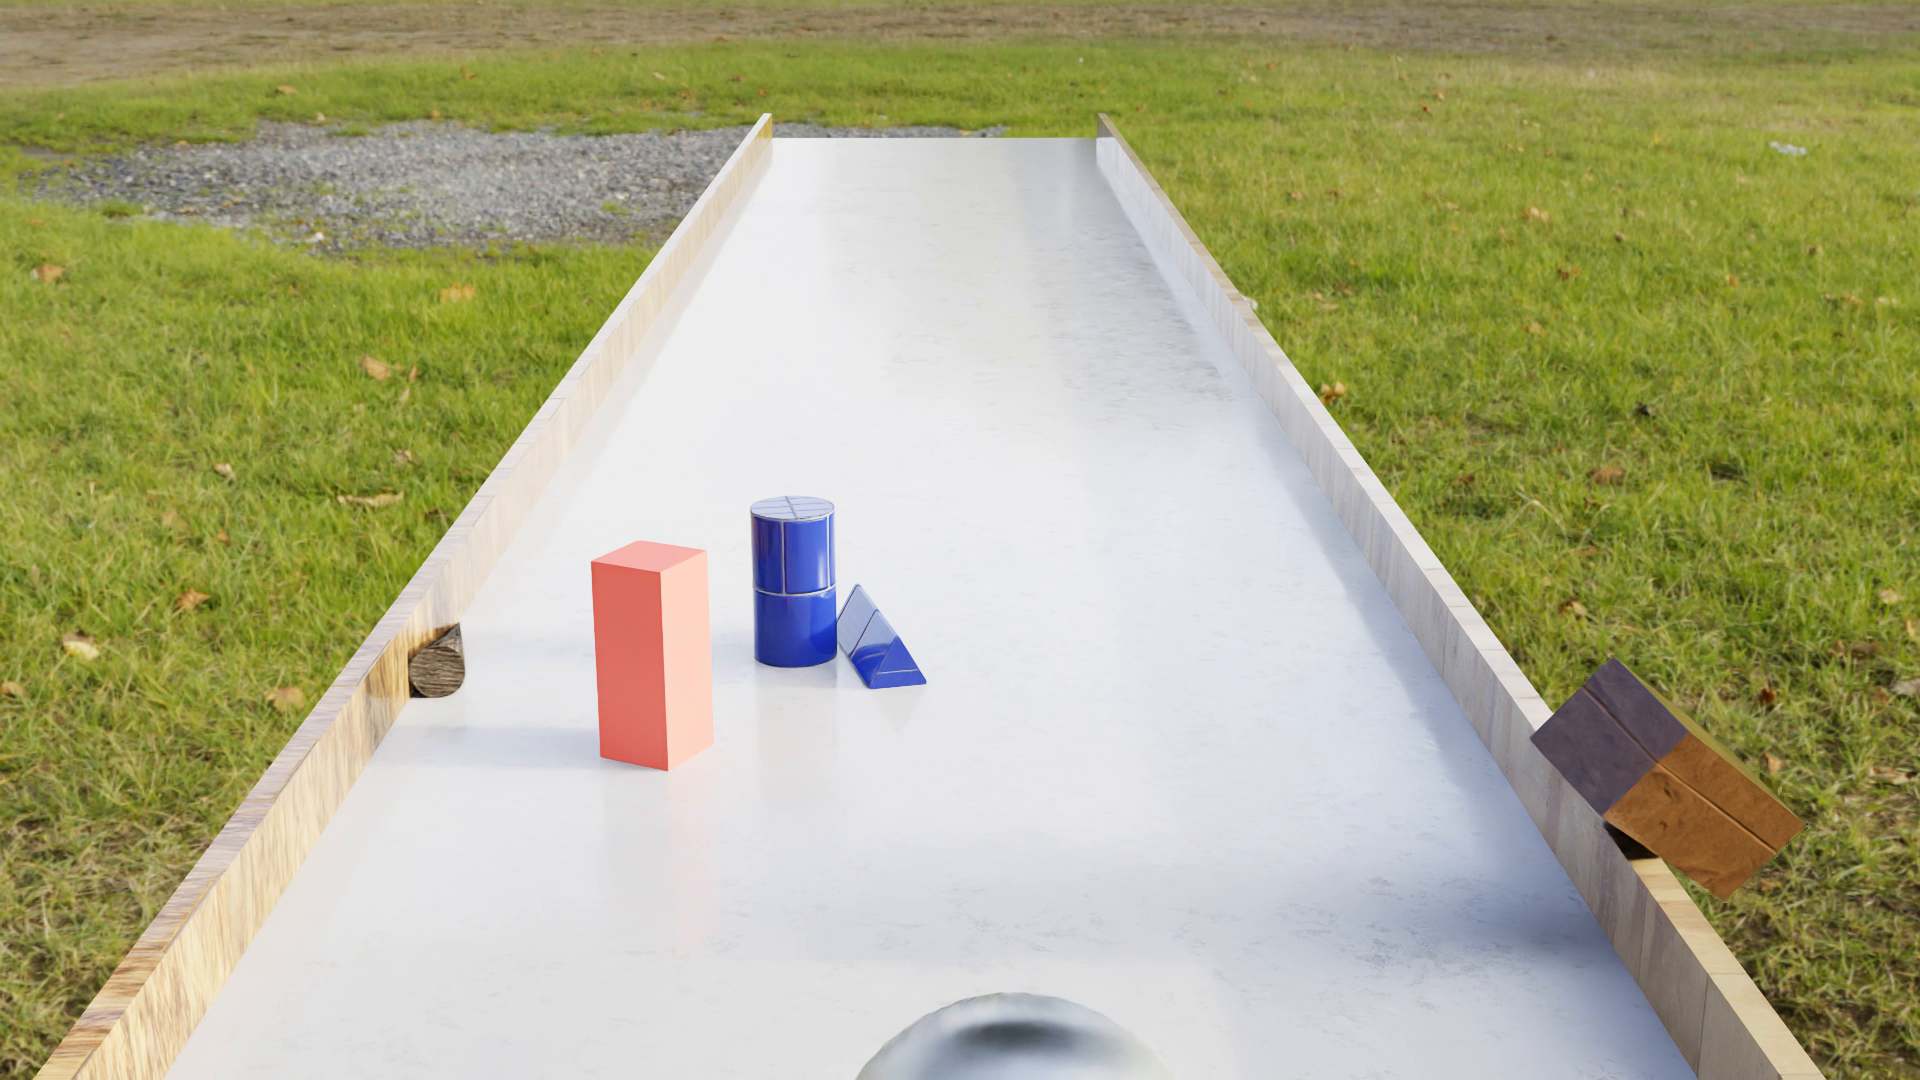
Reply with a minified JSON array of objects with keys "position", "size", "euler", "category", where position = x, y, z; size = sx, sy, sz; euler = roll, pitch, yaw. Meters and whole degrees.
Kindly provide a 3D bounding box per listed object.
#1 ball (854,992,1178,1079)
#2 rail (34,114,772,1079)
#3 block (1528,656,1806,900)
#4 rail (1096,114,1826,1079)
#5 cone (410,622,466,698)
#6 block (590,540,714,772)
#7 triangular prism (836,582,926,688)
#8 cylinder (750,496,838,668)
[{"position":[0.056,0.649,2.179],"size":[0.393,0.393,0.393],"euler":[0,17,0],"category":"ball"},{"position":[-1.118,-0.838,7.780],"size":[0.050,0.150,12.000],"euler":[0,17,-1],"category":"rail"},{"position":[1.040,0.355,3.217],"size":[0.443,0.167,0.167],"euler":[31,17,-43],"category":"block"},{"position":[0.932,-0.844,7.801],"size":[0.050,0.150,12.000],"euler":[0,17,-1],"category":"rail"},{"position":[-1.028,0.212,4.425],"size":[0.103,0.103,0.459],"euler":[-2,10,-7],"category":"cone"},{"position":[-0.544,0.203,3.902],"size":[0.146,0.366,0.146],"euler":[8,18,26],"category":"block"},{"position":[-0.167,0.186,4.419],"size":[0.114,0.099,0.359],"euler":[-4,17,-15],"category":"triangular prism"},{"position":[-0.332,0.083,4.405],"size":[0.169,0.310,0.169],"euler":[0,17,0],"category":"cylinder"}]
